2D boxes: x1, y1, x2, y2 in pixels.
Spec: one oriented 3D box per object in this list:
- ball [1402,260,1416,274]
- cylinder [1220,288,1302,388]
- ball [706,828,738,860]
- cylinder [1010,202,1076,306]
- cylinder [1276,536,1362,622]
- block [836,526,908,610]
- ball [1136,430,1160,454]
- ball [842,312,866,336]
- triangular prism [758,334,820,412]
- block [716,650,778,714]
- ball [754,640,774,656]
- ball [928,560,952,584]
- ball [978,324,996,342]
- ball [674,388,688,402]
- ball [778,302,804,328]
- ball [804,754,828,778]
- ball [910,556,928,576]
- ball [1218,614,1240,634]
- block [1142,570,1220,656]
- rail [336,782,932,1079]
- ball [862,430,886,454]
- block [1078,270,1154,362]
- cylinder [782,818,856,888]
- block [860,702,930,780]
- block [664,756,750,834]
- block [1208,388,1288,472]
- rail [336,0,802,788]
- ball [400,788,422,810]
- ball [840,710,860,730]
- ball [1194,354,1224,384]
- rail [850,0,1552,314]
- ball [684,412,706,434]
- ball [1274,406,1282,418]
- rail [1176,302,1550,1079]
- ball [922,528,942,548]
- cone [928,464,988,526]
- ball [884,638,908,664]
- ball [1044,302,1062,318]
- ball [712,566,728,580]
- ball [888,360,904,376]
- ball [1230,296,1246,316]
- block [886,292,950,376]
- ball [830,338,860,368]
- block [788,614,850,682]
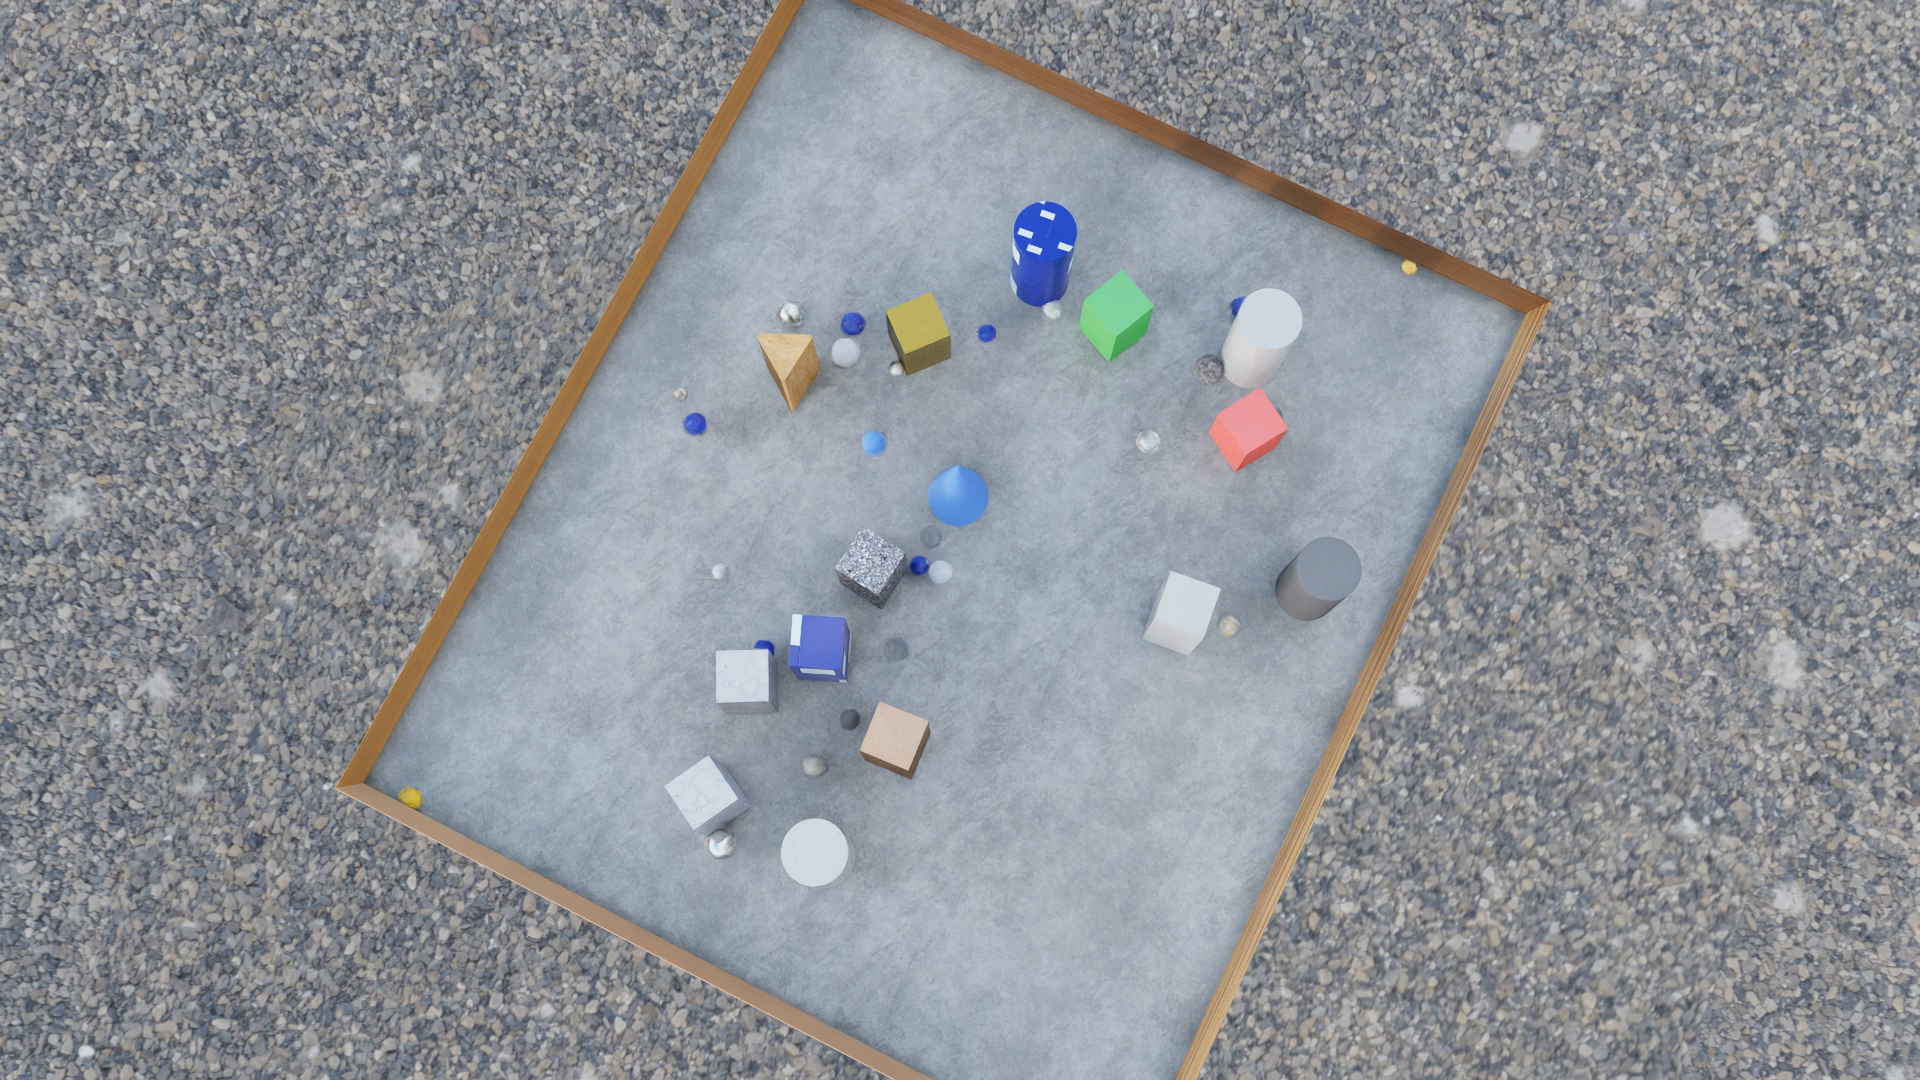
[{"bbox_3d":[1.415,-0.862,5.771,0.047,0.047,0.047,0,78,0],"label":"ball"},{"bbox_3d":[0.904,-0.604,5.536,0.187,0.401,0.187,0,78,0],"label":"cylinder"},{"bbox_3d":[-0.701,0.895,5.384,0.093,0.093,0.093,0,78,0],"label":"ball"},{"bbox_3d":[0.251,-0.867,5.588,0.187,0.407,0.187,0,78,0],"label":"cylinder"},{"bbox_3d":[1.054,0.119,5.407,0.187,0.361,0.187,0,78,0],"label":"cylinder"},{"bbox_3d":[-0.262,0.085,5.472,0.149,0.248,0.149,32,80,6],"label":"block"},{"bbox_3d":[0.579,-0.302,5.643,0.069,0.069,0.069,0,78,0],"label":"ball"},{"bbox_3d":[-0.332,-0.675,5.718,0.074,0.074,0.074,0,78,0],"label":"ball"},{"bbox_3d":[-0.538,-0.536,5.558,0.140,0.332,0.162,31,80,6],"label":"triangular prism"},{"bbox_3d":[-0.623,0.418,5.385,0.149,0.285,0.149,-2,78,0],"label":"block"},{"bbox_3d":[-0.589,0.332,5.516,0.063,0.063,0.063,0,78,0],"label":"ball"},{"bbox_3d":[-0.059,0.099,5.559,0.072,0.072,0.072,0,78,0],"label":"ball"},{"bbox_3d":[0.086,-0.646,5.722,0.055,0.055,0.055,0,78,0],"label":"ball"},{"bbox_3d":[-0.866,-0.450,5.688,0.043,0.043,0.043,0,78,0],"label":"ball"},{"bbox_3d":[-0.529,-0.704,5.721,0.081,0.081,0.081,0,78,0],"label":"ball"},{"bbox_3d":[-0.429,0.671,5.441,0.072,0.072,0.072,0,78,0],"label":"ball"},{"bbox_3d":[-0.124,0.079,5.571,0.057,0.057,0.057,0,78,0],"label":"ball"},{"bbox_3d":[0.812,0.255,5.532,0.062,0.062,0.062,0,78,0],"label":"ball"},{"bbox_3d":[0.646,0.219,5.383,0.149,0.368,0.149,20,79,4],"label":"block"},{"bbox_3d":[-0.652,1.284,5.288,2.594,0.121,0.045,26,80,5],"label":"rail"},{"bbox_3d":[-0.266,-0.301,5.641,0.073,0.073,0.073,0,78,0],"label":"ball"},{"bbox_3d":[0.477,-0.684,5.623,0.149,0.264,0.149,-39,81,-7],"label":"block"},{"bbox_3d":[-0.403,0.901,5.253,0.187,0.346,0.187,0,78,0],"label":"cylinder"},{"bbox_3d":[-0.185,0.585,5.319,0.149,0.346,0.149,22,79,4],"label":"block"},{"bbox_3d":[-0.724,0.740,5.290,0.149,0.339,0.149,-35,80,-7],"label":"block"},{"bbox_3d":[0.874,-0.332,5.569,0.149,0.227,0.149,-31,80,-6],"label":"block"},{"bbox_3d":[-1.139,-0.551,5.667,0.045,0.121,2.965,26,80,5],"label":"rail"},{"bbox_3d":[-1.625,0.767,5.425,0.064,0.064,0.064,0,78,0],"label":"ball"},{"bbox_3d":[-0.329,0.539,5.474,0.060,0.060,0.060,0,78,0],"label":"ball"},{"bbox_3d":[0.771,-0.528,5.679,0.091,0.091,0.091,0,78,0],"label":"ball"},{"bbox_3d":[0.652,-1.271,5.816,2.594,0.121,0.045,26,80,5],"label":"rail"},{"bbox_3d":[-0.816,-0.359,5.656,0.067,0.067,0.067,0,78,0],"label":"ball"},{"bbox_3d":[0.963,-0.380,5.661,0.067,0.067,0.067,0,78,0],"label":"ball"},{"bbox_3d":[1.139,0.564,5.437,0.045,0.121,2.965,26,80,5],"label":"rail"},{"bbox_3d":[-0.086,-0.009,5.587,0.061,0.061,0.061,0,78,0],"label":"ball"},{"bbox_3d":[-0.005,-0.175,5.444,0.187,0.407,0.187,0,78,0],"label":"cone"},{"bbox_3d":[-0.191,0.334,5.510,0.074,0.074,0.074,0,78,0],"label":"ball"},{"bbox_3d":[0.292,-0.721,5.738,0.054,0.054,0.054,0,78,0],"label":"ball"},{"bbox_3d":[-0.731,0.099,5.573,0.045,0.045,0.045,0,78,0],"label":"ball"},{"bbox_3d":[-0.199,-0.535,5.703,0.046,0.046,0.046,0,78,0],"label":"ball"},{"bbox_3d":[0.881,-0.728,5.733,0.067,0.067,0.067,0,78,0],"label":"ball"},{"bbox_3d":[-0.127,-0.631,5.631,0.149,0.228,0.149,-23,79,-5],"label":"block"},{"bbox_3d":[-0.356,-0.581,5.691,0.090,0.090,0.090,0,78,0],"label":"ball"},{"bbox_3d":[-0.410,0.322,5.396,0.149,0.302,0.149,4,78,1],"label":"block"}]
